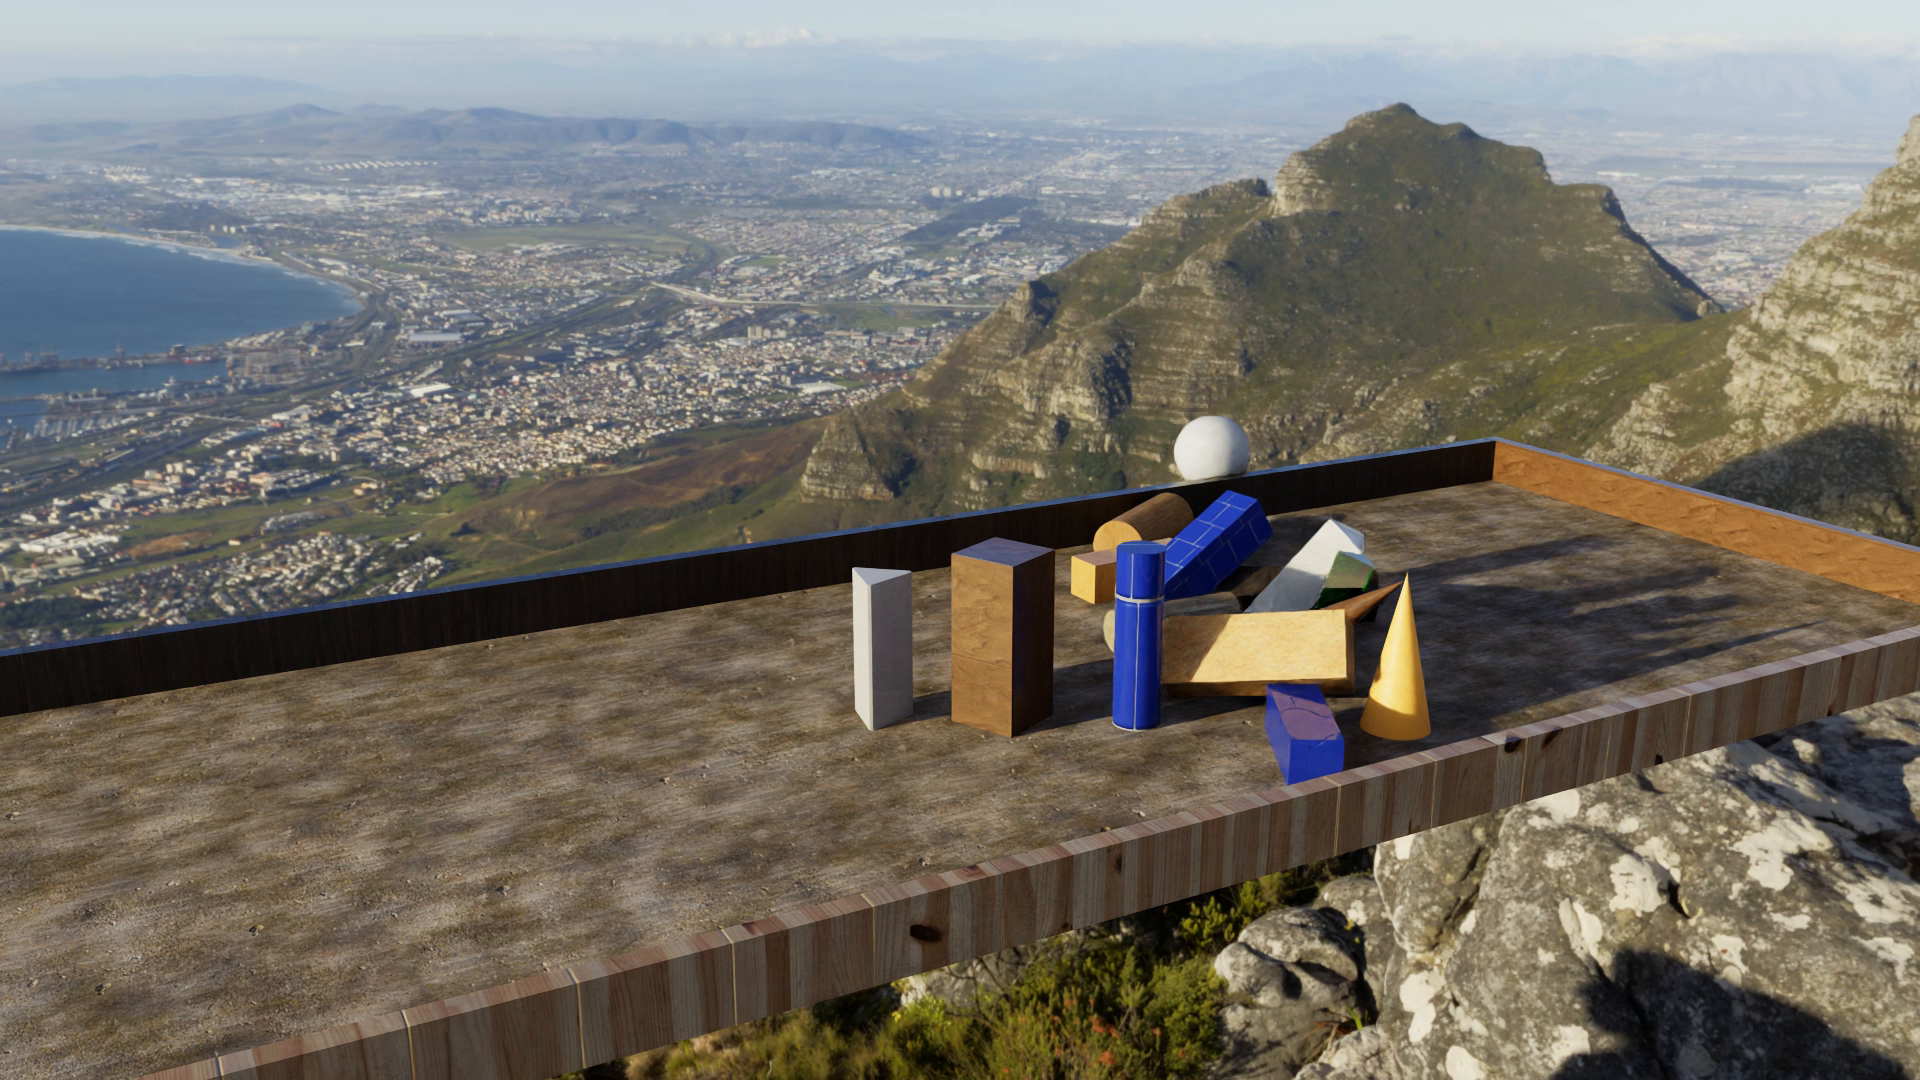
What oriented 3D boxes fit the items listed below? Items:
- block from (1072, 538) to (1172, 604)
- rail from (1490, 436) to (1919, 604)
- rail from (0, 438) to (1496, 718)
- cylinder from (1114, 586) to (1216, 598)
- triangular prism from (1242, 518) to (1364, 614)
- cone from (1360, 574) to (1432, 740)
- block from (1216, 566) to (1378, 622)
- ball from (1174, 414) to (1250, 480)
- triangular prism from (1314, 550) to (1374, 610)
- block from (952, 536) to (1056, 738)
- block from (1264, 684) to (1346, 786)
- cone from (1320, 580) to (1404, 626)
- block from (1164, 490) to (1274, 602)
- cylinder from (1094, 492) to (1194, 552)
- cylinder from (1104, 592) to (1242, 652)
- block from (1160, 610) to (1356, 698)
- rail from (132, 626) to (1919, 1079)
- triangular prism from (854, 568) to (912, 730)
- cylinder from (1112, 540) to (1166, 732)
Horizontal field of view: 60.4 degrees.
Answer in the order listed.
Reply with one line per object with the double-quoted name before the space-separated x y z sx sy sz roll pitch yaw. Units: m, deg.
"block" 0.509 0.088 4.850 0.362 0.115 0.115 -10 19 -30
"rail" 2.466 -0.048 5.253 0.050 0.150 2.100 -9 18 -27
"rail" -3.305 0.497 3.399 12.000 0.150 0.050 -9 18 -27
"cylinder" 0.614 0.125 4.725 0.364 0.115 0.115 -12 20 -36
"triangular prism" 0.916 0.118 4.342 0.107 0.371 0.124 0 46 -53
"cone" 1.020 0.256 3.814 0.163 0.378 0.163 0 16 0
"block" 0.938 0.149 4.595 0.433 0.103 0.103 1 51 5
"ball" 0.868 -0.300 5.675 0.261 0.261 0.261 0 16 0
"triangular prism" 0.930 0.196 4.089 0.096 0.340 0.083 27 19 27
"block" 0.101 0.224 3.860 0.172 0.412 0.172 12 20 35
"block" 0.764 0.434 3.676 0.114 0.114 0.332 1 16 1
"cone" 0.903 0.200 4.002 0.412 0.166 0.166 -33 6 20
"block" 0.654 0.059 4.558 0.442 0.127 0.127 -40 32 -17
"cylinder" 0.575 -0.023 5.136 0.169 0.169 0.383 9 19 29
"cylinder" 0.569 0.220 4.398 0.362 0.117 0.117 -8 18 -25
"block" 0.703 0.273 3.916 0.437 0.161 0.161 -4 -19 20
"rail" -2.336 1.006 1.665 12.000 0.150 0.050 -9 18 -27
"triangular prism" -0.205 0.247 3.881 0.121 0.356 0.140 14 22 40
"cylinder" 0.415 0.224 3.831 0.112 0.430 0.112 0 16 0
